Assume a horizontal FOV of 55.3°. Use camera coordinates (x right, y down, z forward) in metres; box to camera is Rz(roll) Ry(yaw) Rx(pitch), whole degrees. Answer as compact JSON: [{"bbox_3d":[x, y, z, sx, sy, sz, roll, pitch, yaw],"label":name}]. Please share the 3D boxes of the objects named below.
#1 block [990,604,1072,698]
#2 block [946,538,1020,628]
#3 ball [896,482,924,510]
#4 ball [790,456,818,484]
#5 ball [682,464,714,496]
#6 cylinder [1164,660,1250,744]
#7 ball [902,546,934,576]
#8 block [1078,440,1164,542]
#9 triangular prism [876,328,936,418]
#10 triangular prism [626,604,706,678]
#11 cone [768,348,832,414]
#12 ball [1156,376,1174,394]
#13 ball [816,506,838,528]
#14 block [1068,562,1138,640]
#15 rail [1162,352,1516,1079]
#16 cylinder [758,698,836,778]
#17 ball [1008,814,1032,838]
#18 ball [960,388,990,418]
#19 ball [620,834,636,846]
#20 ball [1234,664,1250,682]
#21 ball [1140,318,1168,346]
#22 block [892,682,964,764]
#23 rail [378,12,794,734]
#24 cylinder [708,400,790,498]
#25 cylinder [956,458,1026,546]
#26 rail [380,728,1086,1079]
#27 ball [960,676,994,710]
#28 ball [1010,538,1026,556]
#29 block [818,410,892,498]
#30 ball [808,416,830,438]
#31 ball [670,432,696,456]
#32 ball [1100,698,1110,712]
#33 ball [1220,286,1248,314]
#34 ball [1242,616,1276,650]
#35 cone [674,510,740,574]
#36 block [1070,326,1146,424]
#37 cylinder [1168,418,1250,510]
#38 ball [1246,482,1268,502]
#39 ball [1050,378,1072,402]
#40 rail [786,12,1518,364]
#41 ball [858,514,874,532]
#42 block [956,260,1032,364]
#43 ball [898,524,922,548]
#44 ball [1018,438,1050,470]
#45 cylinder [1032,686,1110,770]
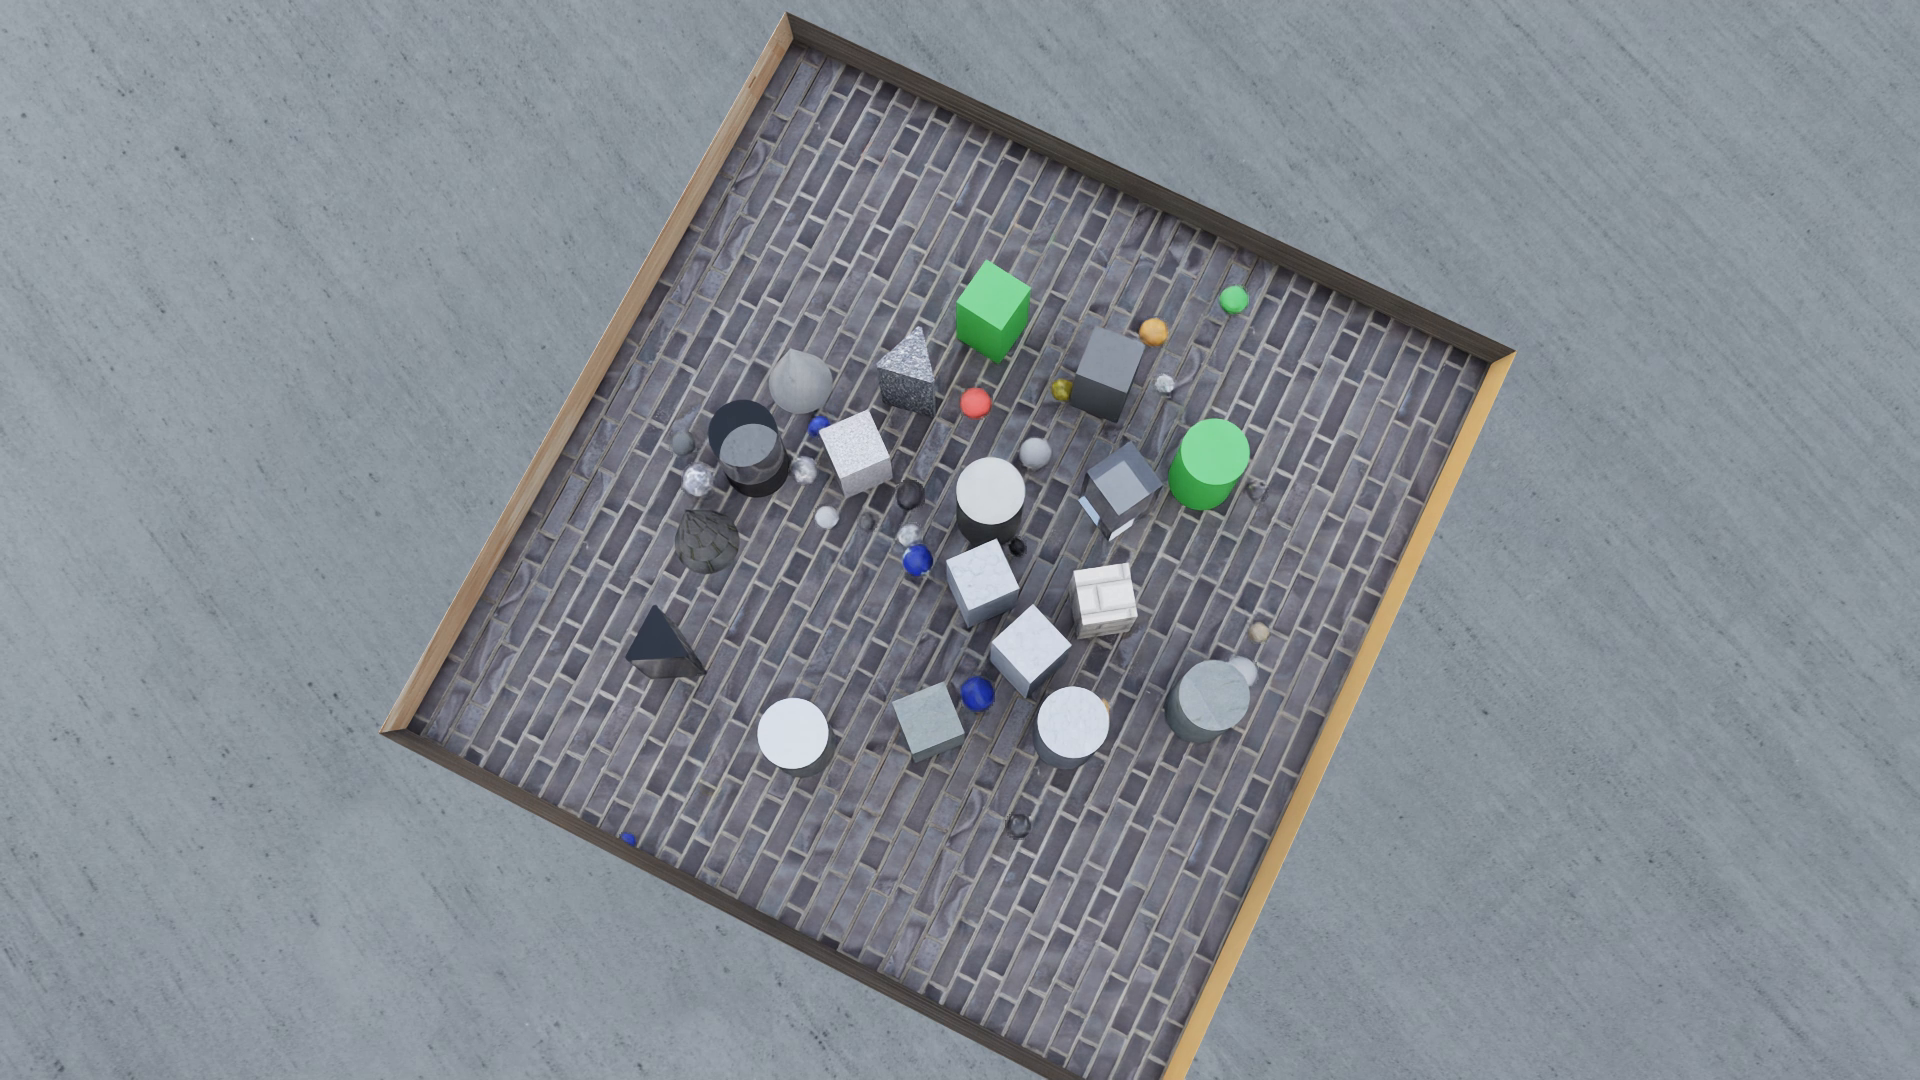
[{"bbox_3d":[0.202,0.330,5.354,0.160,0.381,0.160,-42,81,-8],"label":"block"},{"bbox_3d":[0.065,0.131,5.425,0.160,0.323,0.160,-23,79,-5],"label":"block"},{"bbox_3d":[-0.154,-0.134,5.601,0.084,0.084,0.084,0,78,0],"label":"ball"},{"bbox_3d":[-0.477,-0.214,5.619,0.083,0.083,0.083,0,78,0],"label":"ball"},{"bbox_3d":[-0.802,-0.183,5.605,0.096,0.096,0.096,0,78,0],"label":"ball"},{"bbox_3d":[0.715,0.474,5.330,0.200,0.370,0.200,0,78,0],"label":"cylinder"},{"bbox_3d":[-0.128,0.063,5.556,0.093,0.093,0.093,0,78,0],"label":"ball"},{"bbox_3d":[0.475,-0.141,5.456,0.160,0.371,0.160,-34,80,-7],"label":"block"},{"bbox_3d":[-0.139,-0.515,5.529,0.173,0.381,0.150,17,79,3],"label":"triangular prism"},{"bbox_3d":[-0.855,0.296,5.347,0.173,0.408,0.150,-4,78,-1],"label":"triangular prism"},{"bbox_3d":[-0.497,-0.526,5.543,0.200,0.357,0.200,0,78,0],"label":"cone"},{"bbox_3d":[0.636,-0.483,5.687,0.057,0.057,0.057,0,78,0],"label":"ball"},{"bbox_3d":[-0.406,-0.069,5.595,0.070,0.070,0.070,0,78,0],"label":"ball"},{"bbox_3d":[0.421,0.184,5.433,0.160,0.285,0.160,-9,78,-2],"label":"block"},{"bbox_3d":[1.109,0.550,5.436,0.045,0.130,2.570,26,80,5],"label":"rail"},{"bbox_3d":[-0.471,0.578,5.327,0.200,0.333,0.200,0,78,0],"label":"cylinder"},{"bbox_3d":[0.175,0.844,5.405,0.072,0.072,0.072,0,78,0],"label":"ball"},{"bbox_3d":[0.047,-0.424,5.655,0.096,0.096,0.096,0,78,0],"label":"ball"},{"bbox_3d":[-0.980,0.890,5.408,0.047,0.047,0.047,0,78,0],"label":"ball"},{"bbox_3d":[0.838,0.399,5.483,0.062,0.062,0.062,0,78,0],"label":"ball"},{"bbox_3d":[0.602,-0.645,5.705,0.087,0.087,0.087,0,78,0],"label":"ball"},{"bbox_3d":[-0.090,0.535,5.352,0.160,0.302,0.160,-21,79,-4],"label":"block"},{"bbox_3d":[-1.109,-0.536,5.660,0.045,0.130,2.570,26,80,5],"label":"rail"},{"bbox_3d":[-0.626,-0.268,5.470,0.200,0.396,0.200,0,78,0],"label":"cylinder"},{"bbox_3d":[0.089,-0.108,5.464,0.200,0.342,0.200,0,78,0],"label":"cylinder"},{"bbox_3d":[-0.564,1.112,5.319,2.527,0.130,0.045,26,80,5],"label":"rail"},{"bbox_3d":[0.051,0.458,5.471,0.100,0.100,0.100,0,78,0],"label":"ball"},{"bbox_3d":[0.176,0.022,5.586,0.051,0.051,0.051,0,78,0],"label":"ball"},{"bbox_3d":[-0.312,-0.256,5.533,0.160,0.267,0.160,-24,79,-5],"label":"block"},{"bbox_3d":[-0.433,-0.350,5.656,0.066,0.066,0.066,0,78,0],"label":"ball"},{"bbox_3d":[-0.852,-0.297,5.639,0.076,0.076,0.076,0,78,0],"label":"ball"},{"bbox_3d":[0.422,0.500,5.487,0.051,0.051,0.051,0,78,0],"label":"ball"},{"bbox_3d":[0.855,-0.750,5.728,0.089,0.089,0.089,0,78,0],"label":"ball"},{"bbox_3d":[0.901,0.279,5.527,0.099,0.099,0.099,0,78,0],"label":"ball"},{"bbox_3d":[-0.775,-0.040,5.391,0.200,0.459,0.200,0,78,0],"label":"cone"},{"bbox_3d":[0.443,-0.497,5.548,0.160,0.337,0.160,22,79,4],"label":"block"},{"bbox_3d":[0.742,-0.223,5.491,0.200,0.337,0.200,0,78,0],"label":"cylinder"},{"bbox_3d":[0.910,-0.148,5.616,0.062,0.062,0.062,0,78,0],"label":"ball"},{"bbox_3d":[0.317,-0.465,5.677,0.071,0.071,0.071,0,78,0],"label":"ball"},{"bbox_3d":[0.564,-1.098,5.777,2.527,0.130,0.045,26,80,5],"label":"rail"},{"bbox_3d":[-0.286,-0.051,5.602,0.050,0.050,0.050,0,78,0],"label":"ball"},{"bbox_3d":[0.100,-0.690,5.585,0.160,0.341,0.160,33,80,6],"label":"block"},{"bbox_3d":[-0.153,-0.013,5.582,0.073,0.073,0.073,0,78,0],"label":"ball"},{"bbox_3d":[0.230,-0.264,5.621,0.098,0.098,0.098,0,78,0],"label":"ball"},{"bbox_3d":[0.316,0.548,5.302,0.200,0.395,0.200,0,78,0],"label":"cylinder"}]
